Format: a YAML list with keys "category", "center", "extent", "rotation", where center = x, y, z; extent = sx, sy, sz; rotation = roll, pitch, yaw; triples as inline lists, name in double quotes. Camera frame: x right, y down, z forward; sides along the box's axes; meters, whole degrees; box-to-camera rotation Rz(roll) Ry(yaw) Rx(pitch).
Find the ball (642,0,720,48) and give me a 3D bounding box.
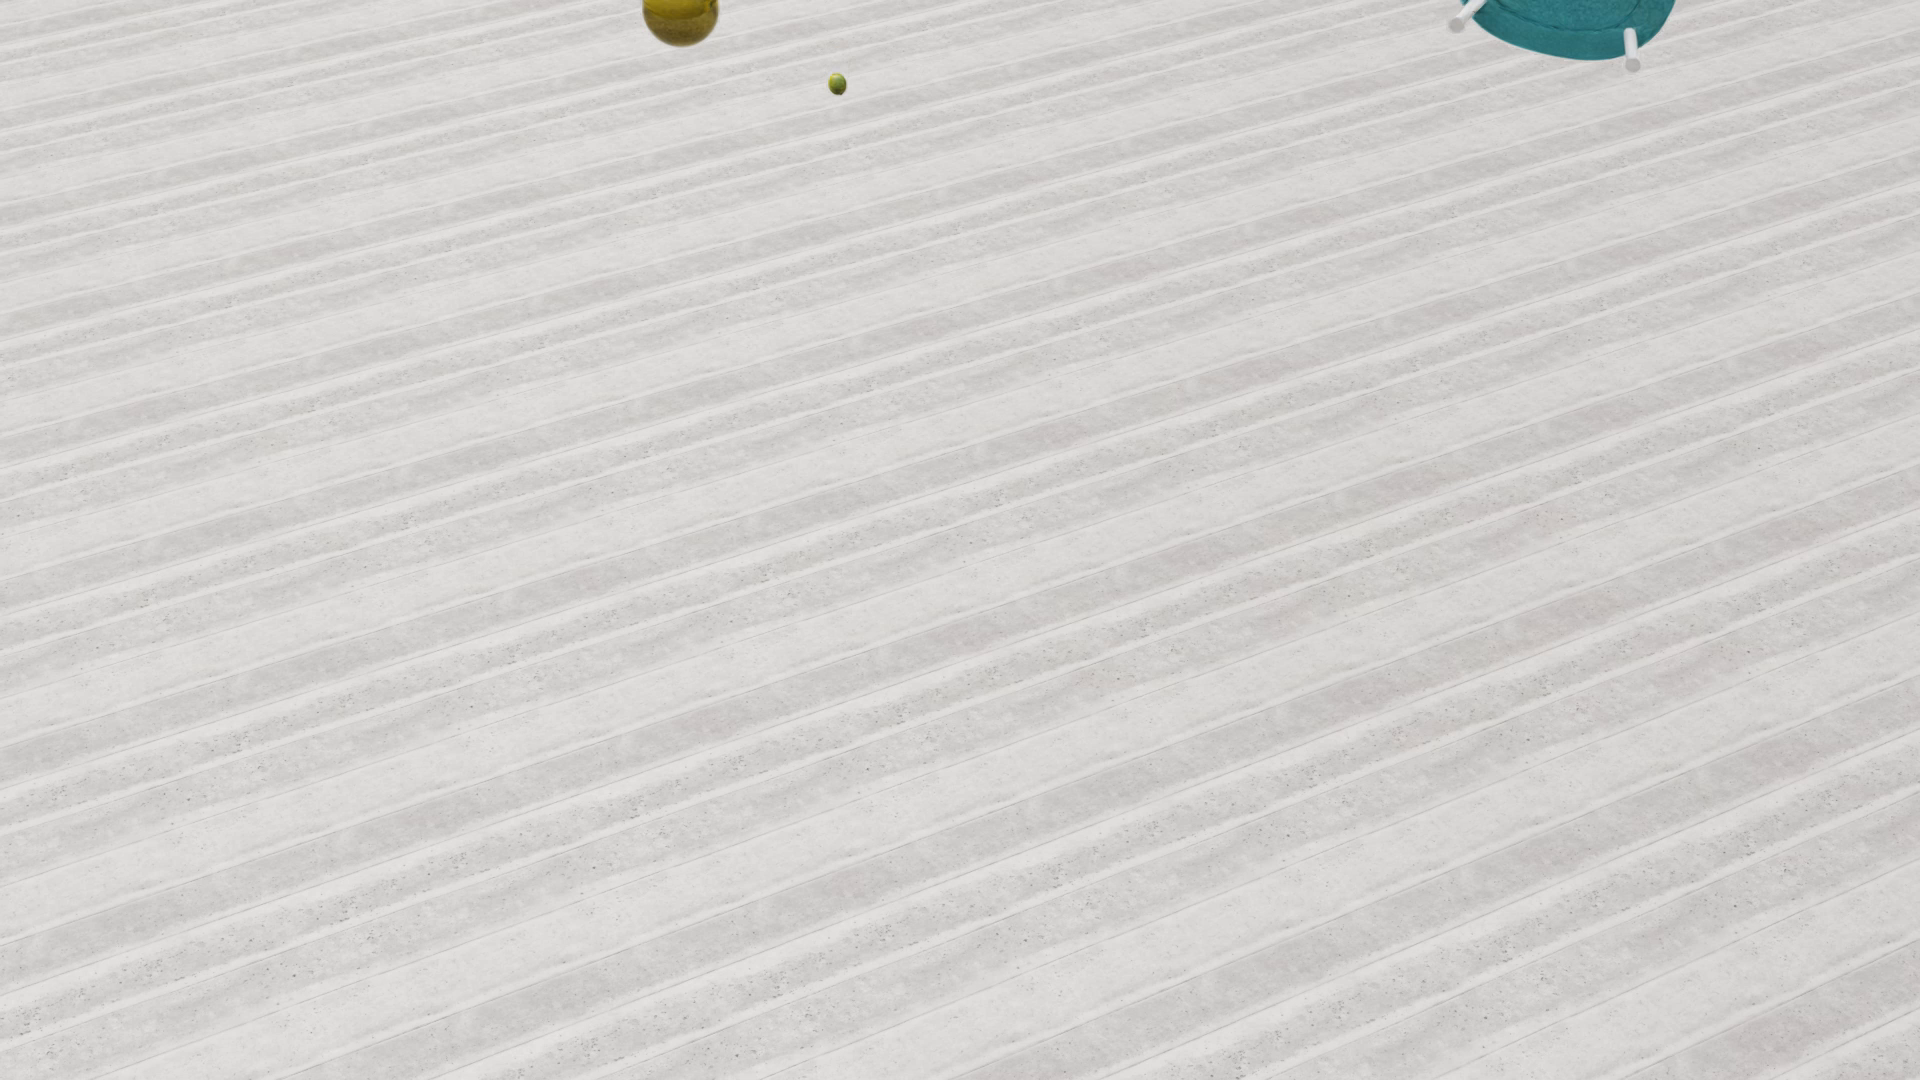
- category: "ball"
  center: [-0.821, -1.564, 8.620]
  extent: [0.230, 0.230, 0.230]
  rotation: [0, 33, 0]
